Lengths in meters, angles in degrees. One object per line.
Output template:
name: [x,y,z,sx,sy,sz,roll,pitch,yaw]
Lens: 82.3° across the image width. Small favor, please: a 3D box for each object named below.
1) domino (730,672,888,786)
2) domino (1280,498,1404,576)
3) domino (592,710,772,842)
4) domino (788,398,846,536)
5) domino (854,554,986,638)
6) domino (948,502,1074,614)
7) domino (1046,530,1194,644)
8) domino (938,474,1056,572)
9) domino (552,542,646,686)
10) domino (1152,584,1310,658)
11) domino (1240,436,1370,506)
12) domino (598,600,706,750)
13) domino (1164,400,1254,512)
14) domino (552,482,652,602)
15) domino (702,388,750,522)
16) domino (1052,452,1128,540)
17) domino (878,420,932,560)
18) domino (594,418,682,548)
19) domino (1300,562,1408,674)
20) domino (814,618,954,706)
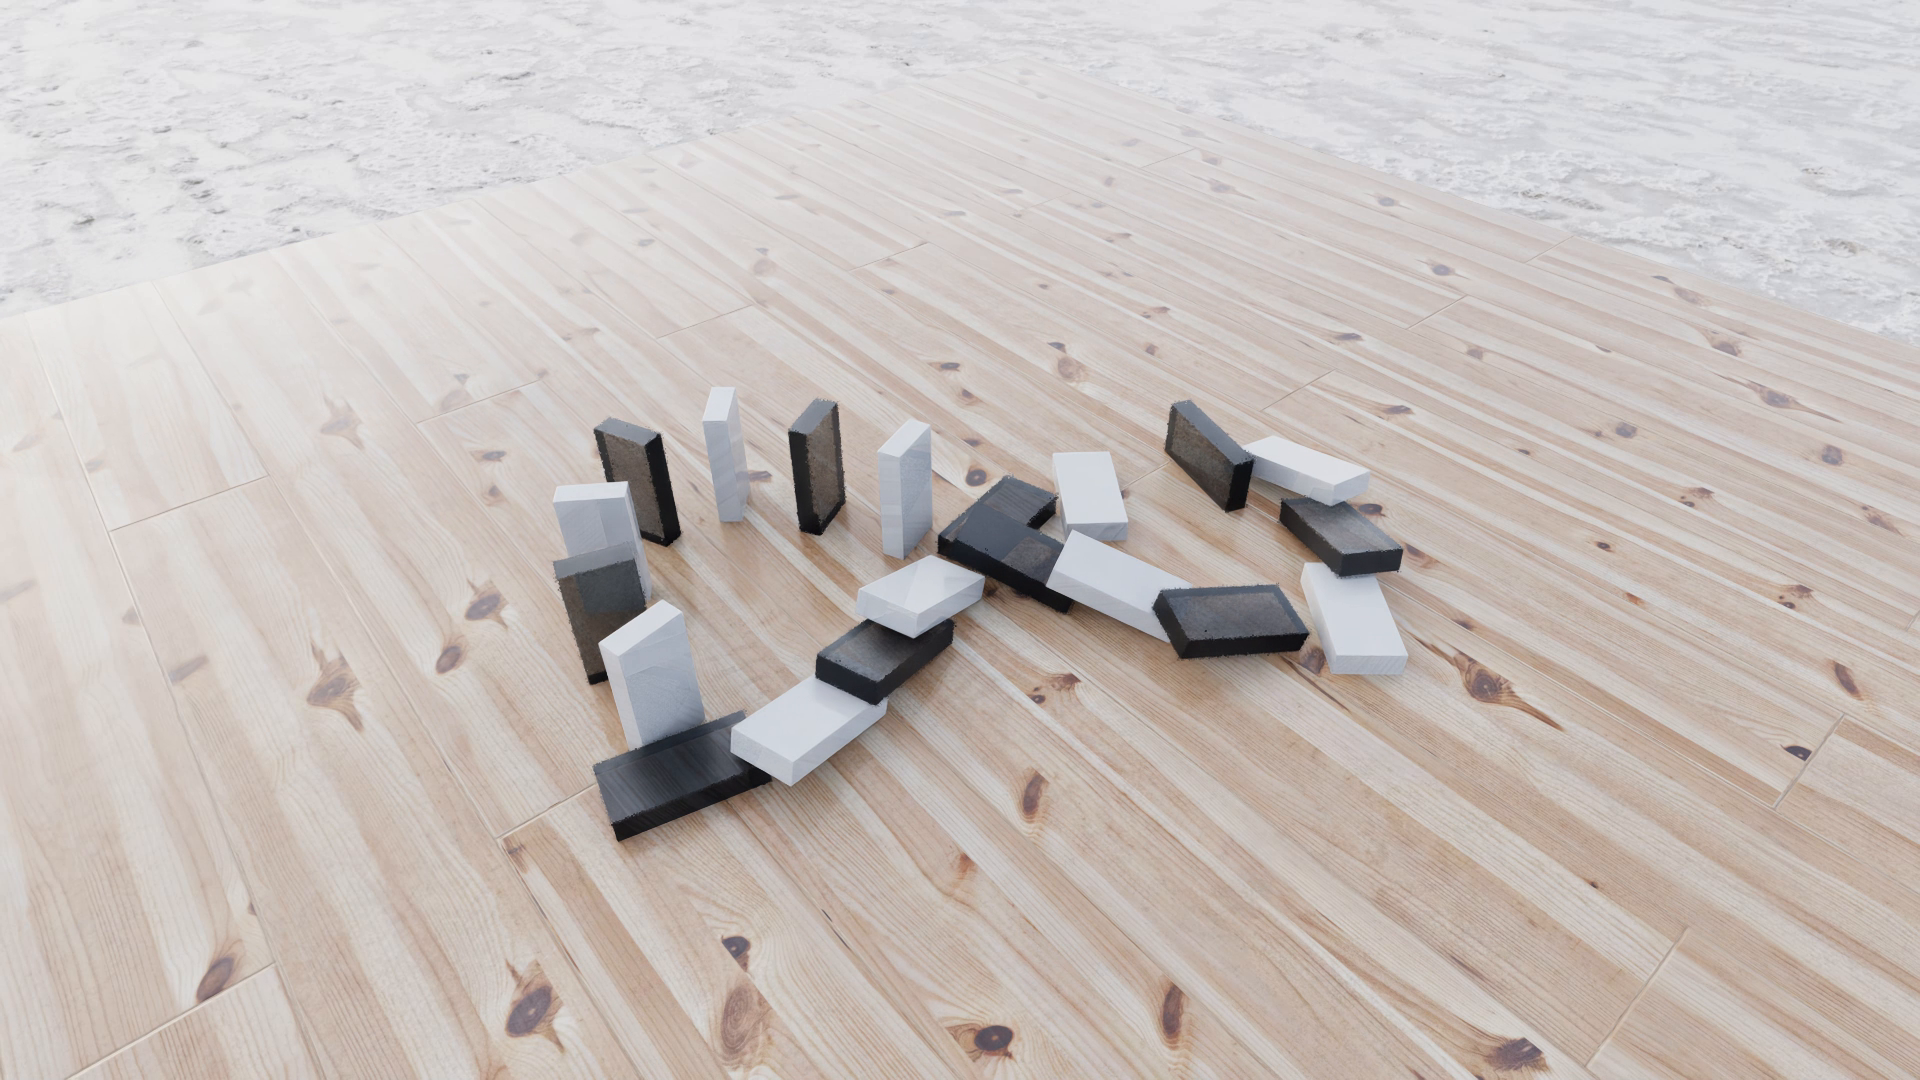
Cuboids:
domino: [-0.049,0.059,0.361,0.025,0.010,0.050,23,30,25]
domino: [0.150,-0.002,0.437,0.025,0.010,0.050,-5,27,-11]
domino: [-0.089,0.075,0.352,0.050,0.010,0.025,-19,43,-21]
domino: [-0.058,-0.029,0.447,0.009,0.050,0.025,13,41,15]
domino: [-0.014,0.020,0.405,0.025,0.010,0.050,21,23,24]
domino: [0.024,0.007,0.424,0.050,0.010,0.025,27,44,5]
domino: [0.060,0.017,0.413,0.050,0.009,0.025,25,43,6]
domino: [0.016,-0.007,0.452,0.025,0.009,0.050,24,45,26]
domino: [-0.121,0.026,0.380,0.025,0.050,0.009,-16,42,-18]
domino: [0.098,0.029,0.399,0.050,0.010,0.025,-1,43,-20]
domino: [0.146,-0.030,0.471,0.025,0.009,0.050,-19,33,-33]
domino: [-0.098,0.046,0.355,0.009,0.050,0.025,26,46,28]
domino: [0.107,-0.037,0.476,0.010,0.025,0.050,-15,42,-17]
domino: [-0.132,0.002,0.409,0.025,0.050,0.010,-4,40,-5]
domino: [-0.096,-0.035,0.454,0.009,0.050,0.025,-1,39,-1]
domino: [0.054,-0.019,0.467,0.025,0.010,0.050,-2,39,-2]
domino: [-0.021,-0.020,0.435,0.009,0.050,0.025,18,43,20]
domino: [-0.128,-0.023,0.439,0.025,0.050,0.010,18,43,21]
domino: [0.145,0.028,0.409,0.025,0.010,0.050,1,39,1]
domino: [-0.026,0.038,0.388,0.025,0.009,0.050,21,30,24]
